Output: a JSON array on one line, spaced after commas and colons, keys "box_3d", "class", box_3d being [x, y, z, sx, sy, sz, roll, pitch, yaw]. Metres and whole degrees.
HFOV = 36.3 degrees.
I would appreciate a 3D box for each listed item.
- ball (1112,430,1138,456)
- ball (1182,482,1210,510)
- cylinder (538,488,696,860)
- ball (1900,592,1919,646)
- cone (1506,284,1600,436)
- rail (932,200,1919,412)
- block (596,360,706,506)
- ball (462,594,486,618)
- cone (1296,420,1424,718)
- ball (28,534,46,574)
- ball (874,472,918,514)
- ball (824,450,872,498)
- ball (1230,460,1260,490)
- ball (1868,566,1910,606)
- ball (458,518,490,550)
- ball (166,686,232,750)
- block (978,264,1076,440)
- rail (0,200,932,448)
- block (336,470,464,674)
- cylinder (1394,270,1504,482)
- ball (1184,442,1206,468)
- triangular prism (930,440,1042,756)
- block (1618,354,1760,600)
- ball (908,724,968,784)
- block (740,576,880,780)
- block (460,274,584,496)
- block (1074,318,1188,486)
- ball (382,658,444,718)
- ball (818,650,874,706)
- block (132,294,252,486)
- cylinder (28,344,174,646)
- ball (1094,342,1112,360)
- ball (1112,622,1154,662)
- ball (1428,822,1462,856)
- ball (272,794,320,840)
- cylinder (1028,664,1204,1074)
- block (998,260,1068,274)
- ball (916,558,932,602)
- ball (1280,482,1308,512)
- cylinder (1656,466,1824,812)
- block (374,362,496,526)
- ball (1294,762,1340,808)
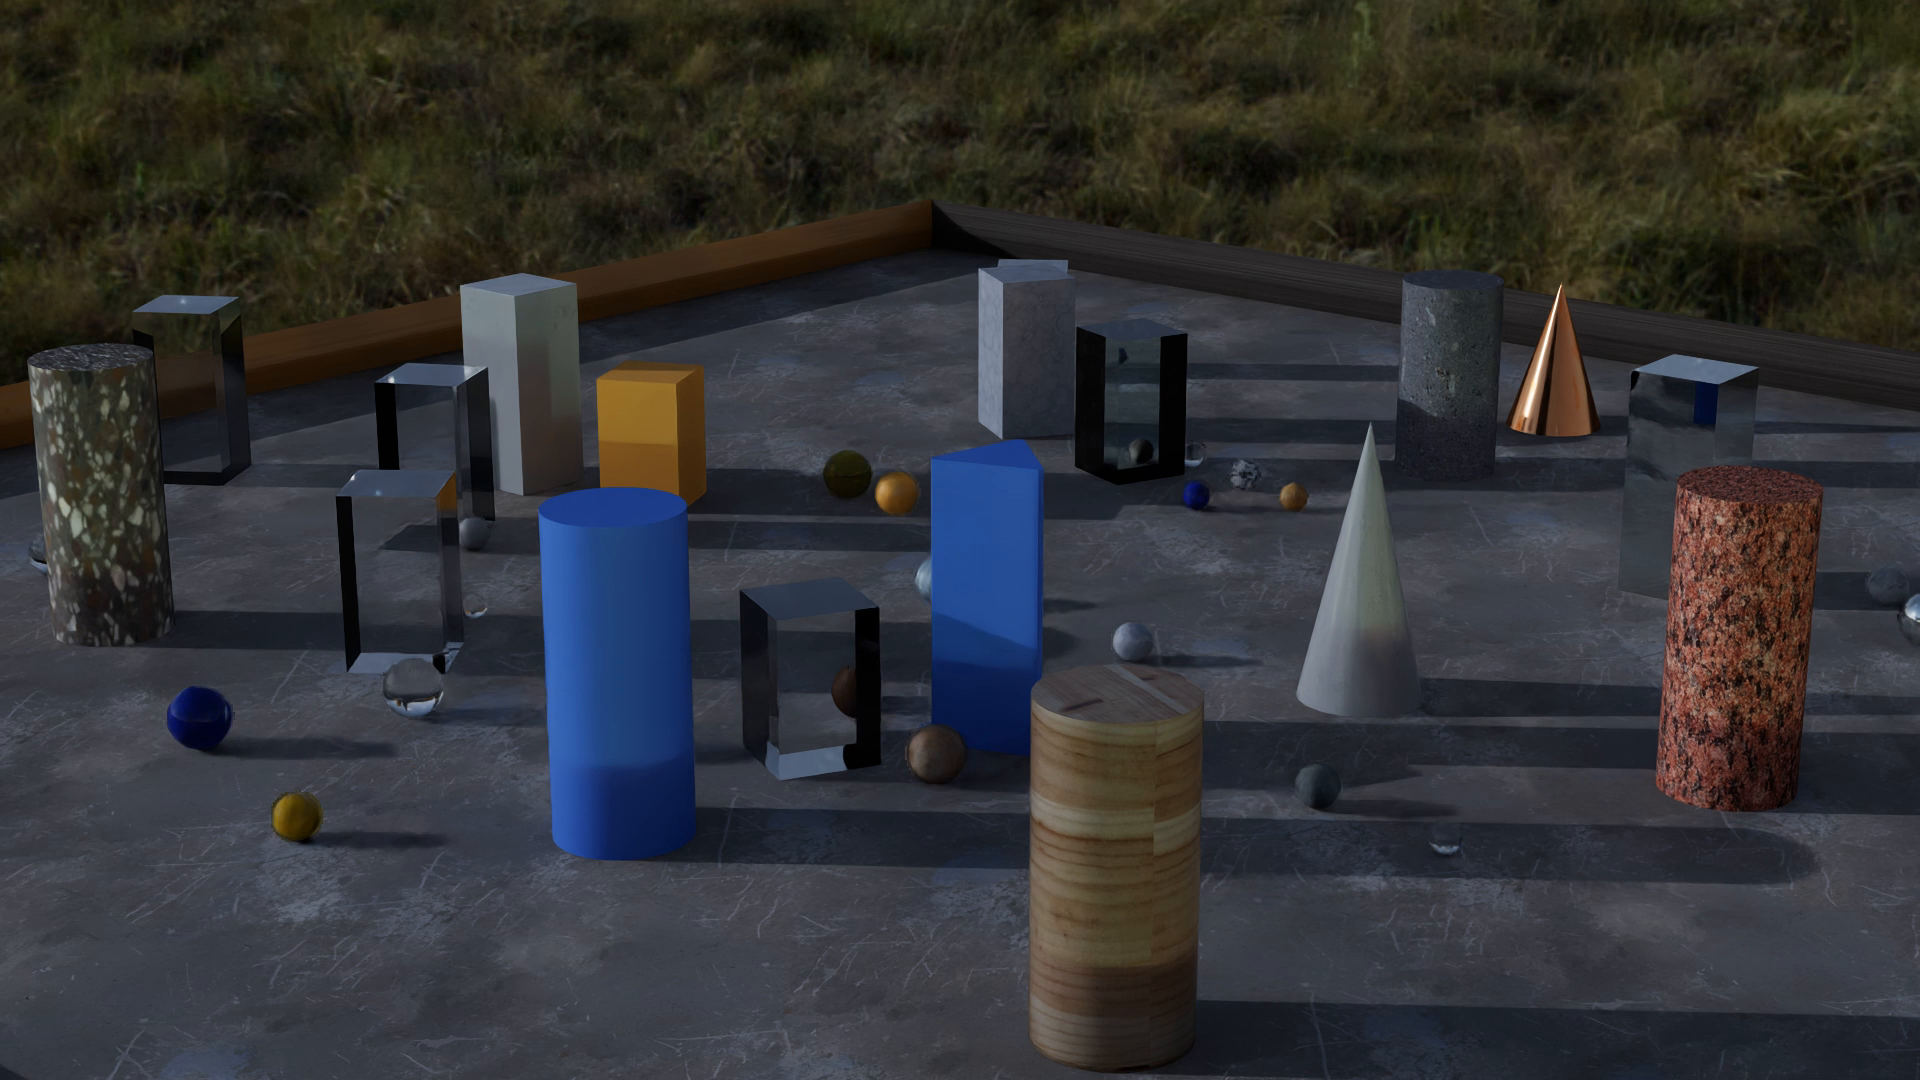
[{"box_3d": [0.338, -0.199, 6.028, 0.052, 0.052, 0.052, 0, 17, 0], "class": "ball"}, {"box_3d": [0.455, -0.085, 5.648, 0.053, 0.053, 0.053, 0, 17, 0], "class": "ball"}, {"box_3d": [-0.469, 0.182, 4.030, 0.200, 0.474, 0.200, 0, 17, 0], "class": "cylinder"}, {"box_3d": [1.606, 0.132, 4.853, 0.096, 0.096, 0.096, 0, 17, 0], "class": "ball"}, {"box_3d": [1.270, -0.396, 6.233, 0.200, 0.310, 0.200, 0, 17, 0], "class": "cone"}, {"box_3d": [1.527, -0.474, 6.803, 4.298, 0.130, 0.045, 14, 22, 39], "class": "rail"}, {"box_3d": [-0.596, -0.201, 5.680, 0.160, 0.256, 0.160, 4, 17, 14], "class": "block"}, {"box_3d": [-0.830, 0.113, 5.008, 0.041, 0.041, 0.041, 0, 17, 0], "class": "ball"}, {"box_3d": [0.632, 0.031, 4.573, 0.200, 0.450, 0.200, 0, 17, 0], "class": "cone"}, {"box_3d": [-1.626, 0.023, 5.247, 0.077, 0.077, 0.077, 0, 17, 0], "class": "ball"}, {"box_3d": [-0.121, -0.090, 5.611, 0.084, 0.084, 0.084, 0, 17, 0], "class": "ball"}, {"box_3d": [-0.219, -0.129, 5.721, 0.096, 0.096, 0.096, 0, 17, 0], "class": "ball"}, {"box_3d": [0.562, -0.127, 5.776, 0.060, 0.060, 0.060, 0, 17, 0], "class": "ball"}, {"box_3d": [1.607, 0.079, 5.076, 0.069, 0.069, 0.069, 0, 17, 0], "class": "ball"}, {"box_3d": [-0.896, -0.012, 5.394, 0.060, 0.060, 0.060, 0, 17, 0], "class": "ball"}, {"box_3d": [-1.143, 0.266, 4.405, 0.096, 0.096, 0.096, 0, 17, 0], "class": "ball"}, {"box_3d": [0.140, -0.400, 6.206, 0.160, 0.334, 0.160, -5, 18, -17], "class": "block"}, {"box_3d": [-1.605, -0.369, 6.454, 0.045, 0.130, 4.705, 14, 22, 39], "class": "rail"}, {"box_3d": [-0.909, 0.050, 4.773, 0.160, 0.297, 0.160, 0, 17, 2], "class": "block"}, {"box_3d": [0.981, -0.331, 5.880, 0.200, 0.389, 0.200, 0, 17, 0], "class": "cylinder"}, {"box_3d": [0.472, -0.172, 5.937, 0.052, 0.052, 0.052, 0, 17, 0], "class": "ball"}, {"box_3d": [0.065, 0.082, 4.412, 0.173, 0.446, 0.150, 6, 18, 20], "class": "triangular prism"}, {"box_3d": [1.270, -0.105, 5.119, 0.160, 0.397, 0.160, 13, 21, 37], "class": "block"}, {"box_3d": [-0.033, 0.311, 4.274, 0.087, 0.087, 0.087, 0, 17, 0], "class": "ball"}, {"box_3d": [-0.222, 0.204, 4.353, 0.160, 0.246, 0.160, -7, 18, -22], "class": "block"}, {"box_3d": [-0.864, -0.309, 5.793, 0.160, 0.398, 0.160, 14, 22, 38], "class": "block"}, {"box_3d": [0.342, -0.279, 5.879, 0.160, 0.291, 0.160, -9, 19, -28], "class": "block"}, {"box_3d": [-0.846, 0.229, 4.537, 0.093, 0.093, 0.093, 0, 17, 0], "class": "ball"}, {"box_3d": [-0.179, 0.215, 4.588, 0.089, 0.089, 0.089, 0, 17, 0], "class": "ball"}, {"box_3d": [-1.530, -0.299, 5.847, 0.160, 0.348, 0.160, 2, 17, 7], "class": "block"}, {"box_3d": [-1.432, -0.076, 4.896, 0.200, 0.470, 0.200, 0, 17, 0], "class": "cylinder"}, {"box_3d": [0.335, -0.443, 6.853, 0.044, 0.044, 0.044, 0, 17, 0], "class": "ball"}, {"box_3d": [0.283, 0.166, 4.791, 0.065, 0.065, 0.065, 0, 17, 0], "class": "ball"}, {"box_3d": [0.665, 0.409, 4.019, 0.046, 0.046, 0.046, 0, 17, 0], "class": "ball"}, {"box_3d": [-0.920, 0.384, 4.067, 0.066, 0.066, 0.066, 0, 17, 0], "class": "ball"}, {"box_3d": [0.181, 0.383, 3.435, 0.200, 0.432, 0.200, 0, 17, 0], "class": "cylinder"}, {"box_3d": [0.166, -0.510, 6.733, 0.160, 0.240, 0.160, 1, 17, 3], "class": "block"}, {"box_3d": [-0.035, 0.070, 5.080, 0.084, 0.084, 0.084, 0, 17, 0], "class": "ball"}, {"box_3d": [0.642, -0.083, 5.637, 0.054, 0.054, 0.054, 0, 17, 0], "class": "ball"}, {"box_3d": [1.114, 0.140, 4.201, 0.200, 0.456, 0.200, 0, 17, 0], "class": "cylinder"}, {"box_3d": [-0.978, -0.162, 5.473, 0.160, 0.301, 0.160, 3, 17, 11], "class": "block"}, {"box_3d": [0.510, 0.350, 4.179, 0.066, 0.066, 0.066, 0, 17, 0], "class": "ball"}]
